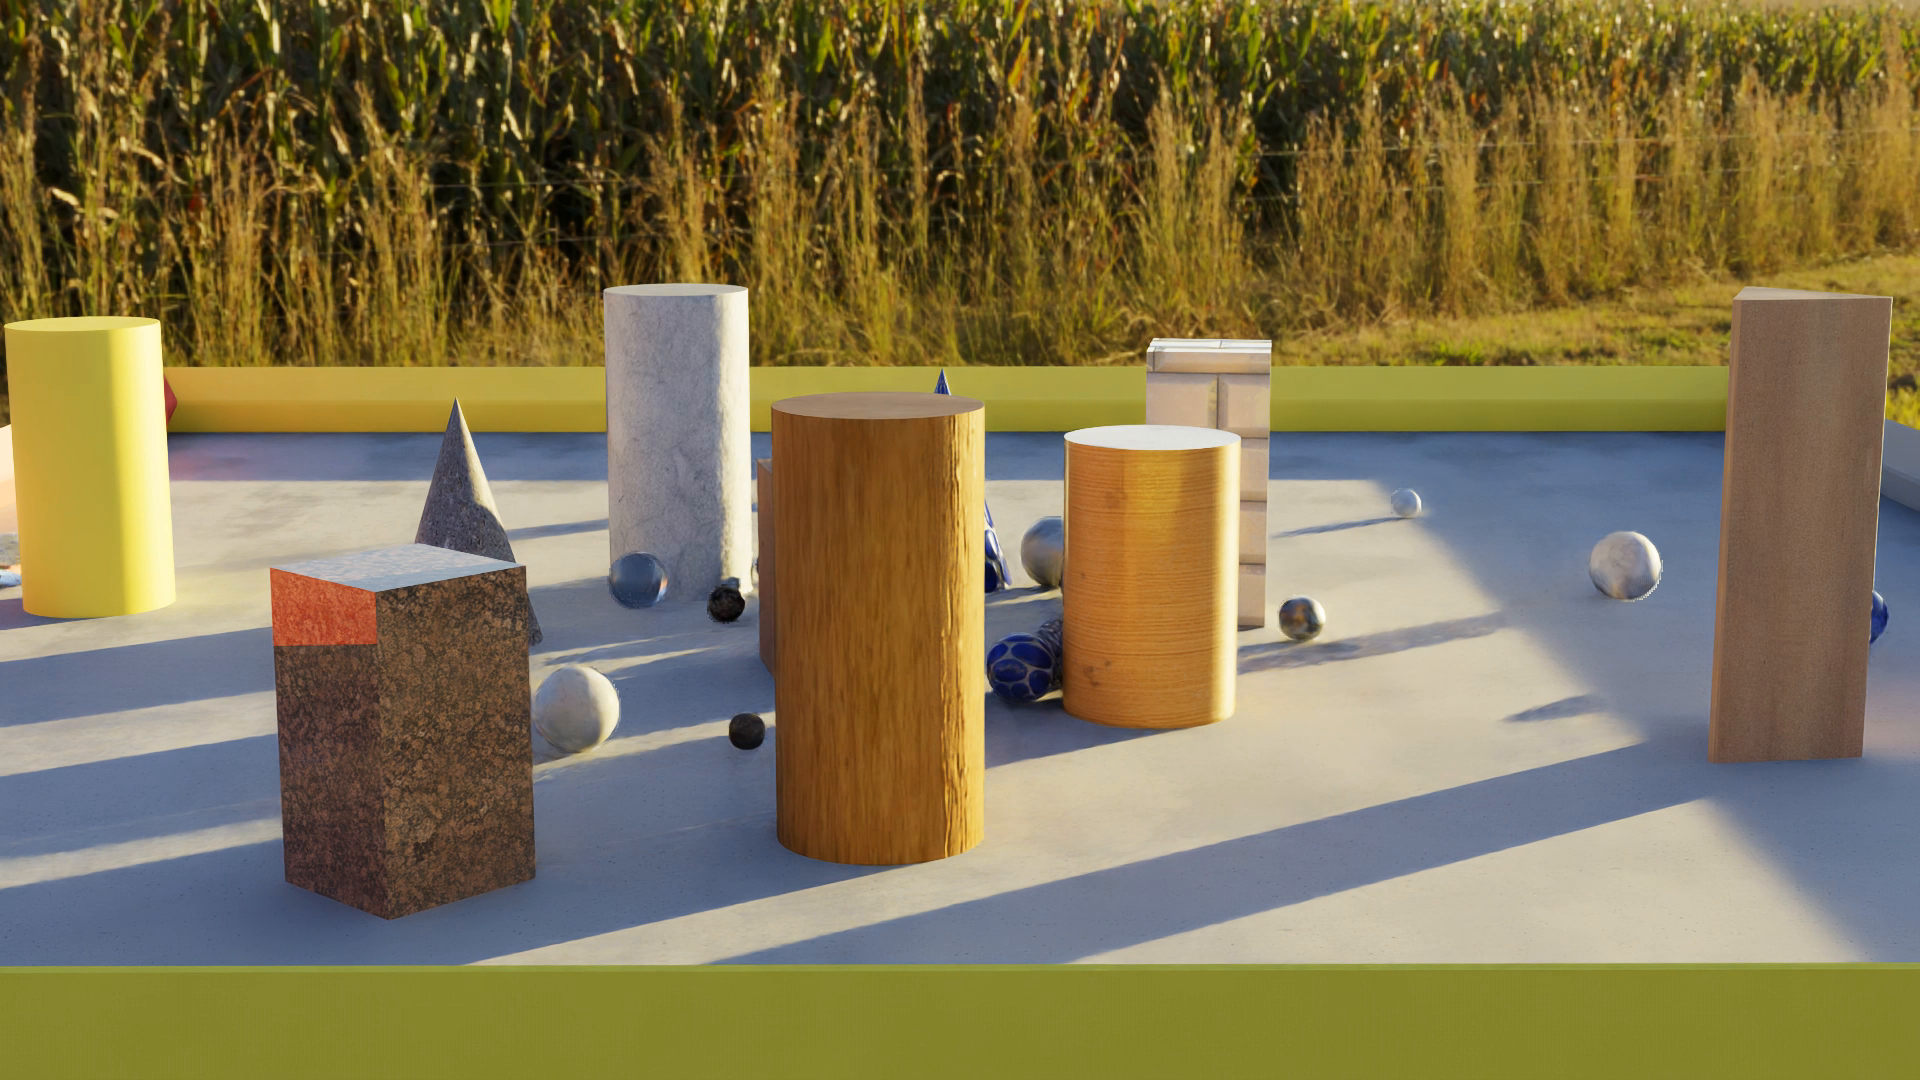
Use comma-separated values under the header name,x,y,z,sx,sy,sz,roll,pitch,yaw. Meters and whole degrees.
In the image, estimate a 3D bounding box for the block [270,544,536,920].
name,x,y,z,sx,sy,sz,roll,pitch,yaw
block,-0.498,0.166,2.298,0.159,0.289,0.159,9,14,42

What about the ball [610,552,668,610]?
name,x,y,z,sx,sy,sz,roll,pitch,yaw
ball,-0.435,0.055,3.478,0.078,0.078,0.078,0,10,0

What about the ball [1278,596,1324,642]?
name,x,y,z,sx,sy,sz,roll,pitch,yaw
ball,0.437,0.100,3.284,0.059,0.059,0.059,0,10,0

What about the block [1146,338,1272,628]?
name,x,y,z,sx,sy,sz,roll,pitch,yaw
block,0.331,-0.079,3.422,0.159,0.362,0.159,1,11,7

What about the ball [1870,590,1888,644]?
name,x,y,z,sx,sy,sz,roll,pitch,yaw
ball,1.132,0.096,3.249,0.081,0.081,0.081,0,10,0

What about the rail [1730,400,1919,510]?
name,x,y,z,sx,sy,sz,roll,pitch,yaw
rail,1.572,0.032,3.458,0.045,0.129,3.488,0,10,0

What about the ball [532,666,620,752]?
name,x,y,z,sx,sy,sz,roll,pitch,yaw
ball,-0.412,0.182,2.755,0.092,0.092,0.092,0,10,0

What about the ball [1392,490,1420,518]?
name,x,y,z,sx,sy,sz,roll,pitch,yaw
ball,0.728,-0.059,4.186,0.046,0.046,0.046,0,10,0

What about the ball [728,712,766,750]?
name,x,y,z,sx,sy,sz,roll,pitch,yaw
ball,-0.229,0.206,2.764,0.041,0.041,0.041,0,10,0

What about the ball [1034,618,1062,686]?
name,x,y,z,sx,sy,sz,roll,pitch,yaw
ball,0.122,0.133,3.048,0.081,0.081,0.081,0,10,0

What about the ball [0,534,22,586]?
name,x,y,z,sx,sy,sz,roll,pitch,yaw
ball,-1.343,0.028,3.635,0.075,0.075,0.075,0,10,0

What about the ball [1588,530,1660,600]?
name,x,y,z,sx,sy,sz,roll,pitch,yaw
ball,0.916,0.035,3.537,0.096,0.096,0.096,0,10,0

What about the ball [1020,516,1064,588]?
name,x,y,z,sx,sy,sz,roll,pitch,yaw
ball,0.134,0.017,3.623,0.100,0.100,0.100,0,10,0

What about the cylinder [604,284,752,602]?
name,x,y,z,sx,sy,sz,roll,pitch,yaw
cylinder,-0.393,-0.139,3.585,0.199,0.421,0.199,0,10,0

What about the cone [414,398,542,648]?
name,x,y,z,sx,sy,sz,roll,pitch,yaw
cone,-0.636,-0.027,3.264,0.199,0.316,0.199,0,10,0

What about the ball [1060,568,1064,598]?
name,x,y,z,sx,sy,sz,roll,pitch,yaw
ball,0.178,0.057,3.438,0.088,0.088,0.088,0,10,0

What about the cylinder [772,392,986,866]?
name,x,y,z,sx,sy,sz,roll,pitch,yaw
cylinder,-0.076,0.078,2.426,0.199,0.415,0.199,0,10,0

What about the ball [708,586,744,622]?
name,x,y,z,sx,sy,sz,roll,pitch,yaw
ball,-0.309,0.085,3.398,0.048,0.048,0.048,0,10,0

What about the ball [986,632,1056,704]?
name,x,y,z,sx,sy,sz,roll,pitch,yaw
ball,0.070,0.148,2.964,0.082,0.082,0.082,0,10,0

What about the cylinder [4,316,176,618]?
name,x,y,z,sx,sy,sz,roll,pitch,yaw
cylinder,-1.181,-0.102,3.488,0.199,0.384,0.199,0,10,0

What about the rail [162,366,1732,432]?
name,x,y,z,sx,sy,sz,roll,pitch,yaw
rail,-0.010,-0.280,5.140,3.190,0.129,0.045,0,10,0

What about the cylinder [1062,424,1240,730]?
name,x,y,z,sx,sy,sz,roll,pitch,yaw
cylinder,0.217,0.038,2.921,0.199,0.314,0.199,0,10,0

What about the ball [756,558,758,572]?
name,x,y,z,sx,sy,sz,roll,pitch,yaw
ball,-0.266,0.036,3.658,0.050,0.050,0.050,0,10,0

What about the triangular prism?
name,x,y,z,sx,sy,sz,roll,pitch,yaw
triangular prism,0.868,-0.021,2.757,0.172,0.490,0.149,-2,11,-9

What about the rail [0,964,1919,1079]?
name,x,y,z,sx,sy,sz,roll,pitch,yaw
rail,0.010,0.346,1.757,3.190,0.129,0.045,0,10,0

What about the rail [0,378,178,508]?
name,x,y,z,sx,sy,sz,roll,pitch,yaw
rail,-1.572,0.035,3.440,0.045,0.129,3.488,0,10,0

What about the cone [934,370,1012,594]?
name,x,y,z,sx,sy,sz,roll,pitch,yaw
cone,-0.025,-0.092,3.636,0.199,0.309,0.199,0,10,0

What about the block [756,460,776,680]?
name,x,y,z,sx,sy,sz,roll,pitch,yaw
block,-0.154,0.035,3.118,0.159,0.249,0.159,-2,11,-13
